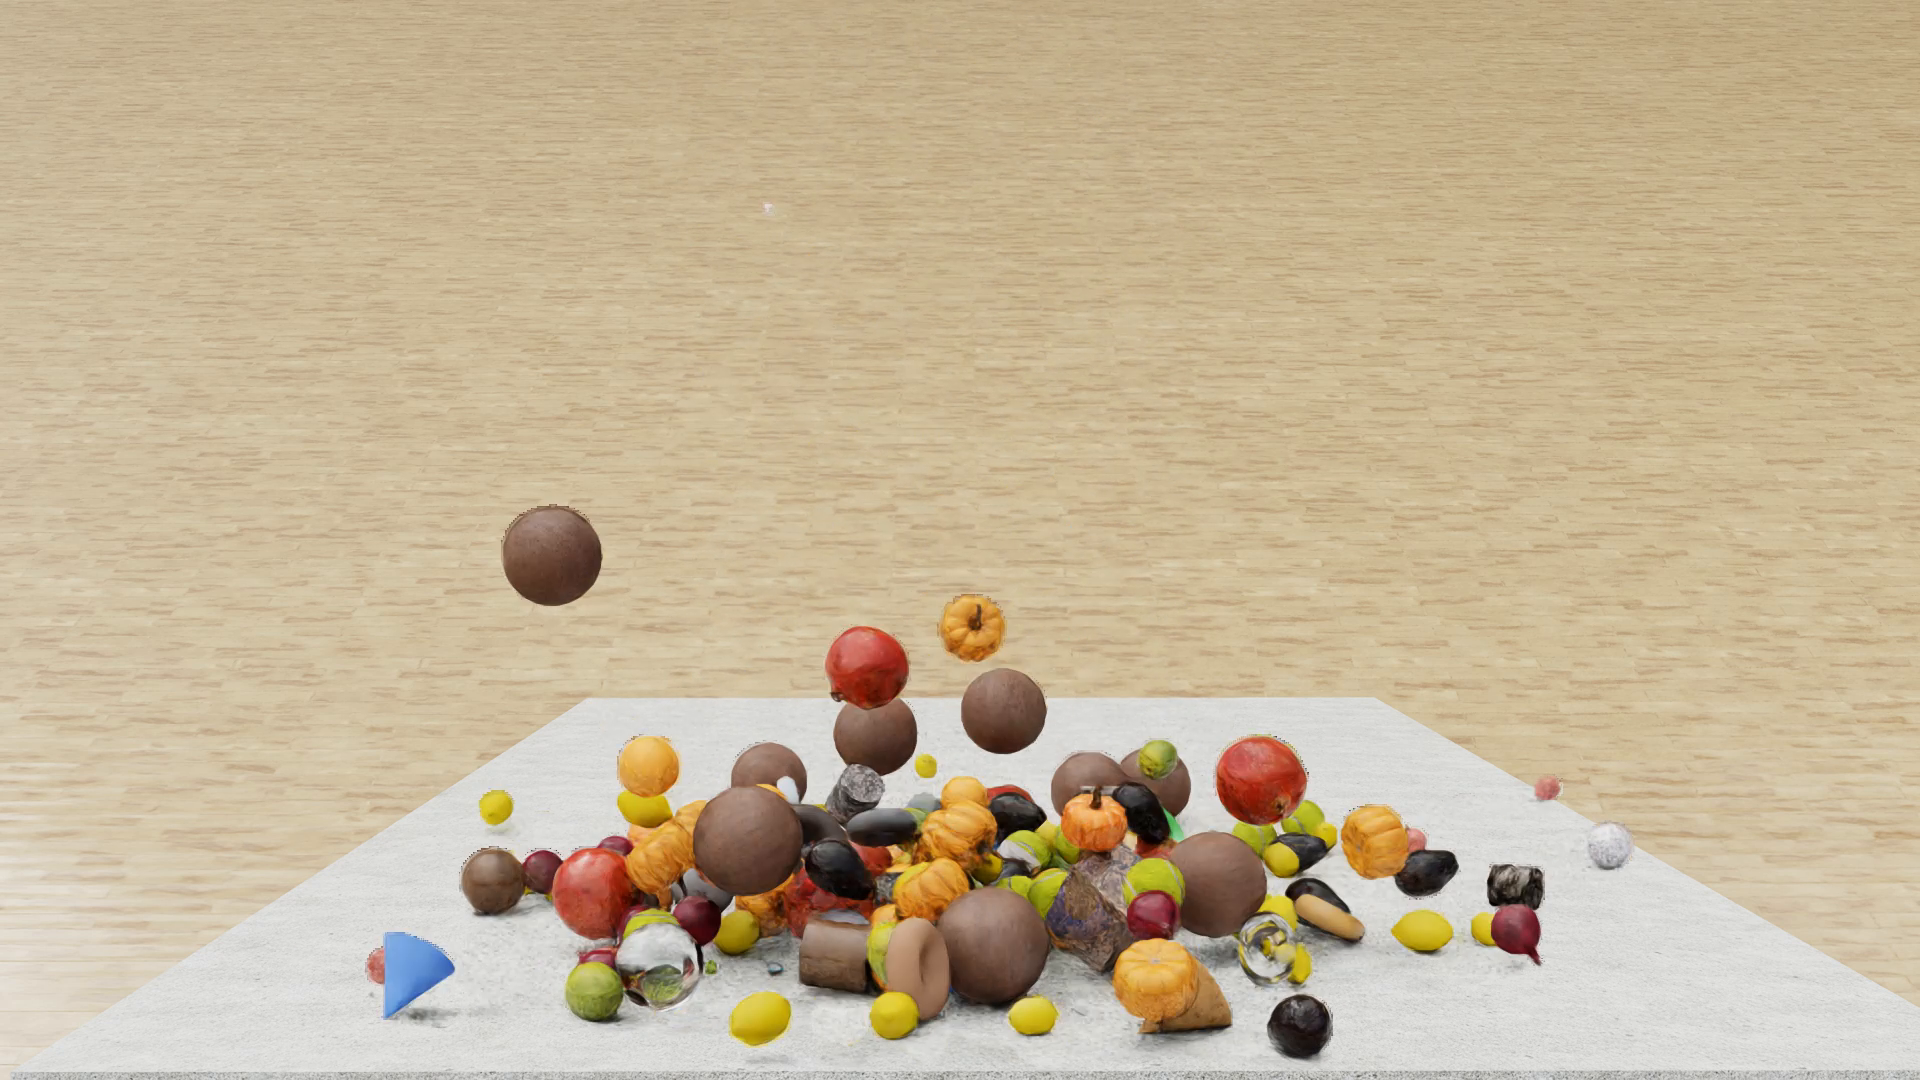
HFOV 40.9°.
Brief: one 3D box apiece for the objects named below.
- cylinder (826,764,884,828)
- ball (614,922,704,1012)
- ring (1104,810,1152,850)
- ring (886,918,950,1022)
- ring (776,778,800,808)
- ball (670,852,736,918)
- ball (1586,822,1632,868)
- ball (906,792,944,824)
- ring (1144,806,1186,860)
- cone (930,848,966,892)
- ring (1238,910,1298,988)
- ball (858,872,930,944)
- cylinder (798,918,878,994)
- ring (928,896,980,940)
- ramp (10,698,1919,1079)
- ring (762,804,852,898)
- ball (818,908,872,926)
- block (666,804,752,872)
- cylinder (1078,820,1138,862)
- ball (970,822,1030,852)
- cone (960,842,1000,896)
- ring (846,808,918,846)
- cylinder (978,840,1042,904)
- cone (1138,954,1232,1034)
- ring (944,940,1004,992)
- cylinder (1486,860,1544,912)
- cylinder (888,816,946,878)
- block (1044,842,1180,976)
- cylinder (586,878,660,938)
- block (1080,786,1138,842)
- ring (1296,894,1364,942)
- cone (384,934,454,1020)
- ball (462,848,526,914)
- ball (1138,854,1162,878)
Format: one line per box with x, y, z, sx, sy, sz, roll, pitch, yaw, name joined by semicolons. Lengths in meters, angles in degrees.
-0.157;0.384;3.853;0.069;0.069;0.069;15;46;-16;cylinder
-0.330;0.469;2.828;0.098;0.098;0.098;0;25;0;ball
0.272;0.447;3.966;0.117;0.039;0.117;-11;10;2;ring
-0.045;0.462;2.779;0.037;0.111;0.111;-10;20;24;ring
-0.273;0.425;4.125;0.031;0.094;0.094;-10;26;-7;ring
-0.333;0.449;3.345;0.085;0.085;0.085;0;25;0;ball
0.963;0.453;3.820;0.066;0.066;0.066;0;25;0;ball
-0.059;0.444;4.205;0.062;0.062;0.062;0;25;0;ball
0.288;0.413;3.624;0.028;0.083;0.083;-33;16;21;ring
-0.028;0.475;3.606;0.065;0.065;0.065;11;29;23;cone
0.349;0.465;2.925;0.087;0.087;0.029;-25;9;-42;ring
-0.082;0.460;3.223;0.090;0.090;0.090;0;25;0;ball
-0.137;0.472;2.922;0.076;0.076;0.076;6;26;9;cylinder
-0.010;0.475;3.221;0.079;0.026;0.079;-34;12;8;ring
0.057;0.513;4.554;2.000;0.100;4.000;0;2;0;ramp
-0.197;0.400;3.314;0.129;0.043;0.129;20;52;-27;ring
-0.139;0.471;3.016;0.081;0.081;0.081;0;25;0;ball
-0.367;0.438;3.771;0.080;0.080;0.080;14;5;25;block
0.187;0.397;3.282;0.063;0.063;0.063;18;27;3;cylinder
0.057;0.445;3.667;0.084;0.084;0.084;0;25;0;ball
0.045;0.428;3.477;0.077;0.077;0.077;6;50;-7;cone
-0.099;0.365;3.270;0.091;0.091;0.030;-3;66;-7;ring
0.065;0.430;3.334;0.060;0.060;0.060;34;5;-4;cylinder
0.224;0.500;2.729;0.091;0.091;0.091;-29;34;-19;cone
0.001;0.489;2.964;0.102;0.034;0.102;4;15;-1;ring
0.748;0.468;3.472;0.057;0.057;0.057;16;30;30;cylinder
-0.063;0.447;3.764;0.076;0.076;0.076;2;5;5;cylinder
0.175;0.428;2.992;0.094;0.094;0.094;-16;49;-46;block
-0.427;0.466;3.265;0.070;0.070;0.070;9;0;19;cylinder
0.235;0.436;4.065;0.084;0.084;0.084;0;2;-2;block
0.463;0.474;3.231;0.094;0.031;0.094;27;-4;2;ring
-0.606;0.486;2.800;0.083;0.083;0.083;10;55;21;cone
-0.623;0.456;3.445;0.086;0.086;0.086;0;25;0;ball
0.240;0.461;3.500;0.070;0.070;0.070;0;25;0;ball
